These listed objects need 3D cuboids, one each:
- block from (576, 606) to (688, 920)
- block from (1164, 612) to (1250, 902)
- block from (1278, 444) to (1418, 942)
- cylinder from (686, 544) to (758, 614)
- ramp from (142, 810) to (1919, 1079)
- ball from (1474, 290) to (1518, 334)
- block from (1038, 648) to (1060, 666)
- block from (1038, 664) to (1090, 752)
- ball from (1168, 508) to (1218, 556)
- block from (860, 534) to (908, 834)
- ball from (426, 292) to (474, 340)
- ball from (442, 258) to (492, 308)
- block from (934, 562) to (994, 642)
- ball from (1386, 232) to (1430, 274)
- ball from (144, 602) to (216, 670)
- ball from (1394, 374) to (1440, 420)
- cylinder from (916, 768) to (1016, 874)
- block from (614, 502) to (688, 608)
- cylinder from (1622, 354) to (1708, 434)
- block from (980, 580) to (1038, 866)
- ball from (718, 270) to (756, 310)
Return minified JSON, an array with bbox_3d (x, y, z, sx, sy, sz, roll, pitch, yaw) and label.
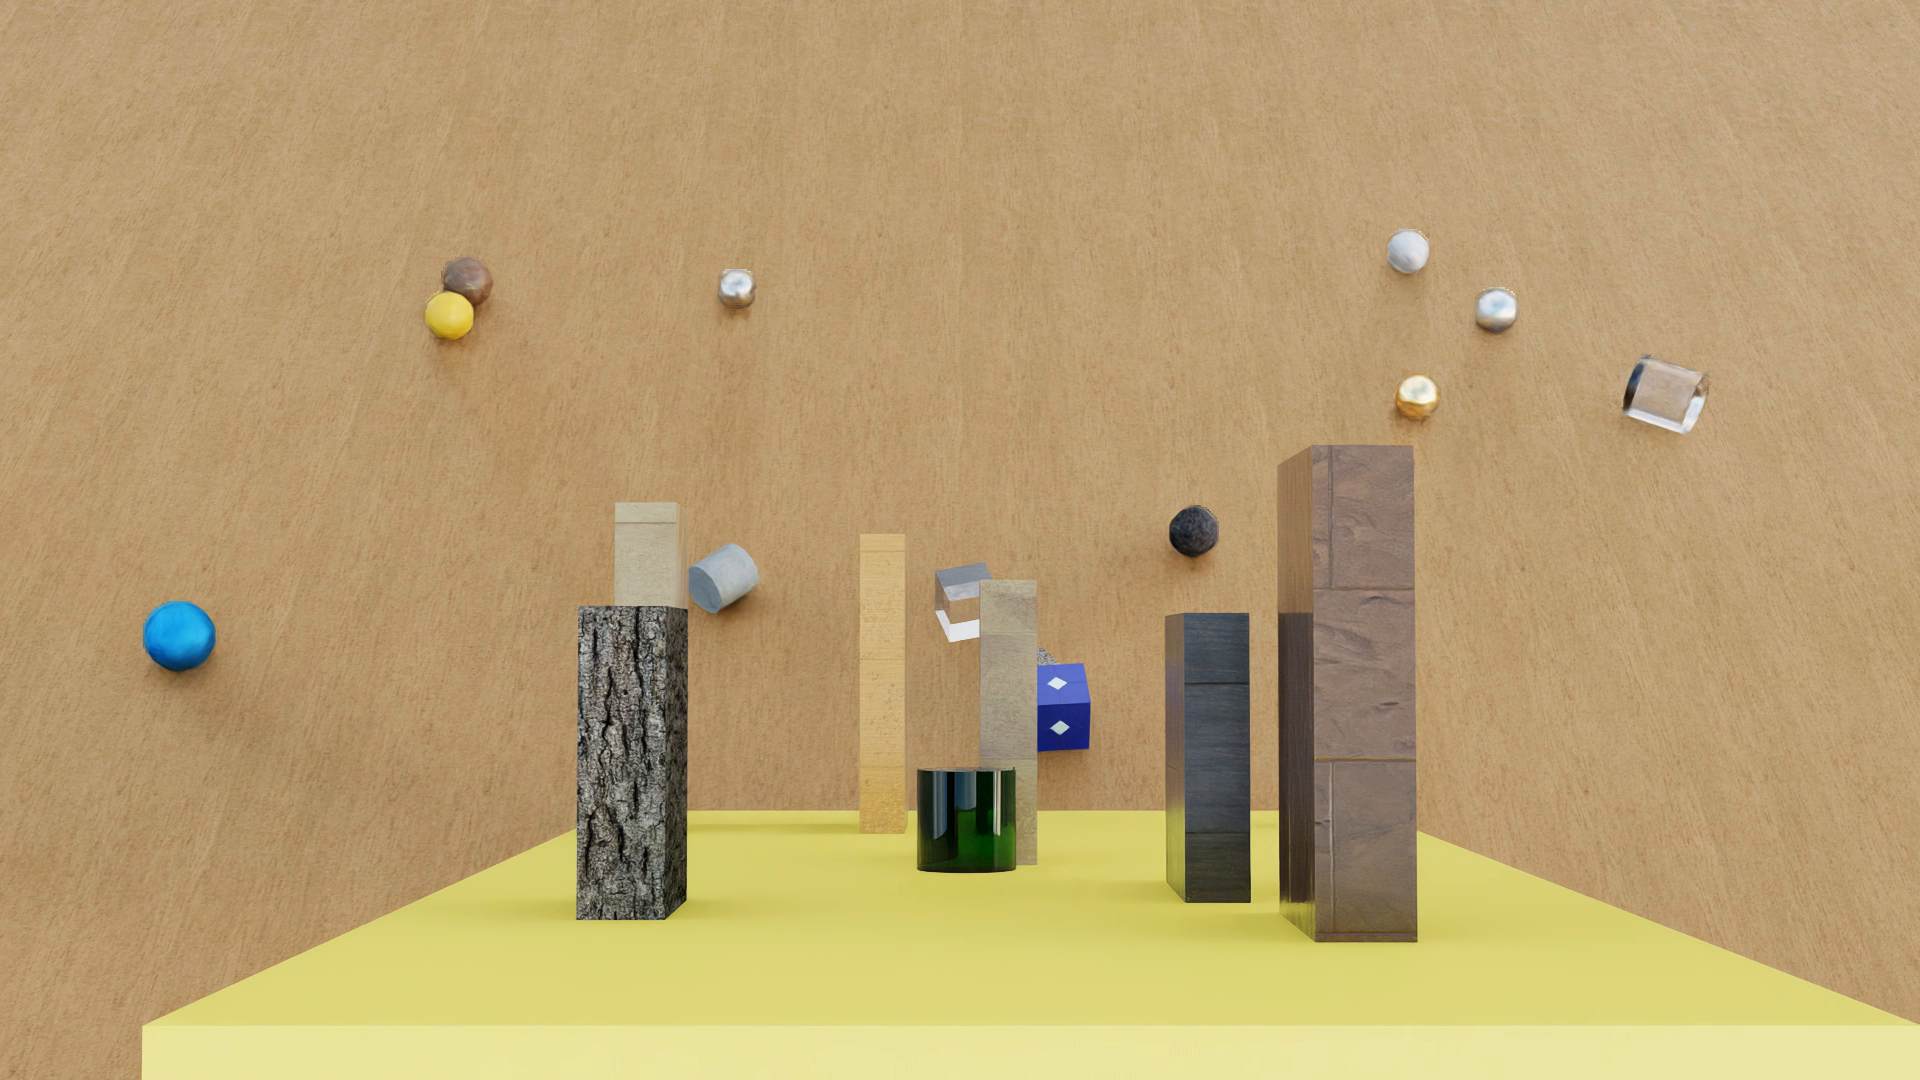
[{"bbox_3d":[-0.533,0.357,4.257,0.139,0.493,0.332,0,-3,0],"label":"block"},{"bbox_3d":[0.433,0.375,4.578,0.110,0.487,0.409,0,-3,0],"label":"block"},{"bbox_3d":[0.589,0.231,3.994,0.148,0.722,0.423,0,-3,0],"label":"block"},{"bbox_3d":[-0.707,0.114,7.731,0.153,0.153,0.153,29,45,33],"label":"cylinder"},{"bbox_3d":[0.081,0.683,4.920,2.000,0.100,4.000,0,-3,0],"label":"ramp"},{"bbox_3d":[1.843,-0.786,8.934,0.149,0.149,0.149,0,37,0],"label":"ball"},{"bbox_3d":[0.218,0.394,7.394,0.109,0.109,0.109,-21,42,-26],"label":"block"},{"bbox_3d":[0.268,0.467,7.247,0.169,0.169,0.169,-3,37,-4],"label":"block"},{"bbox_3d":[0.711,-0.024,7.918,0.150,0.150,0.150,0,37,0],"label":"ball"},{"bbox_3d":[-0.181,0.342,6.244,0.105,0.697,0.385,0,-3,0],"label":"block"},{"bbox_3d":[-1.745,-0.766,8.895,0.164,0.164,0.164,0,37,0],"label":"ball"},{"bbox_3d":[-1.715,-0.896,9.061,0.173,0.173,0.173,0,37,0],"label":"ball"},{"bbox_3d":[0.021,0.182,7.641,0.152,0.152,0.152,-10,38,-13],"label":"block"},{"bbox_3d":[1.593,-1.023,9.251,0.150,0.150,0.150,0,37,0],"label":"ball"},{"bbox_3d":[-2.241,0.278,7.476,0.197,0.197,0.197,0,37,0],"label":"ball"},{"bbox_3d":[1.495,-0.469,8.512,0.148,0.148,0.148,0,37,0],"label":"ball"},{"bbox_3d":[0.012,0.542,5.053,0.193,0.193,0.193,0,-3,0],"label":"cylinder"},{"bbox_3d":[-0.736,0.303,6.198,0.143,0.772,0.246,0,-3,0],"label":"block"},{"bbox_3d":[2.296,-0.473,8.466,0.207,0.207,0.207,22,42,26],"label":"cylinder"},{"bbox_3d":[0.097,0.368,5.308,0.113,0.565,0.311,0,-3,0],"label":"block"},{"bbox_3d":[-0.777,-0.870,9.057,0.137,0.137,0.137,0,37,0],"label":"ball"}]
